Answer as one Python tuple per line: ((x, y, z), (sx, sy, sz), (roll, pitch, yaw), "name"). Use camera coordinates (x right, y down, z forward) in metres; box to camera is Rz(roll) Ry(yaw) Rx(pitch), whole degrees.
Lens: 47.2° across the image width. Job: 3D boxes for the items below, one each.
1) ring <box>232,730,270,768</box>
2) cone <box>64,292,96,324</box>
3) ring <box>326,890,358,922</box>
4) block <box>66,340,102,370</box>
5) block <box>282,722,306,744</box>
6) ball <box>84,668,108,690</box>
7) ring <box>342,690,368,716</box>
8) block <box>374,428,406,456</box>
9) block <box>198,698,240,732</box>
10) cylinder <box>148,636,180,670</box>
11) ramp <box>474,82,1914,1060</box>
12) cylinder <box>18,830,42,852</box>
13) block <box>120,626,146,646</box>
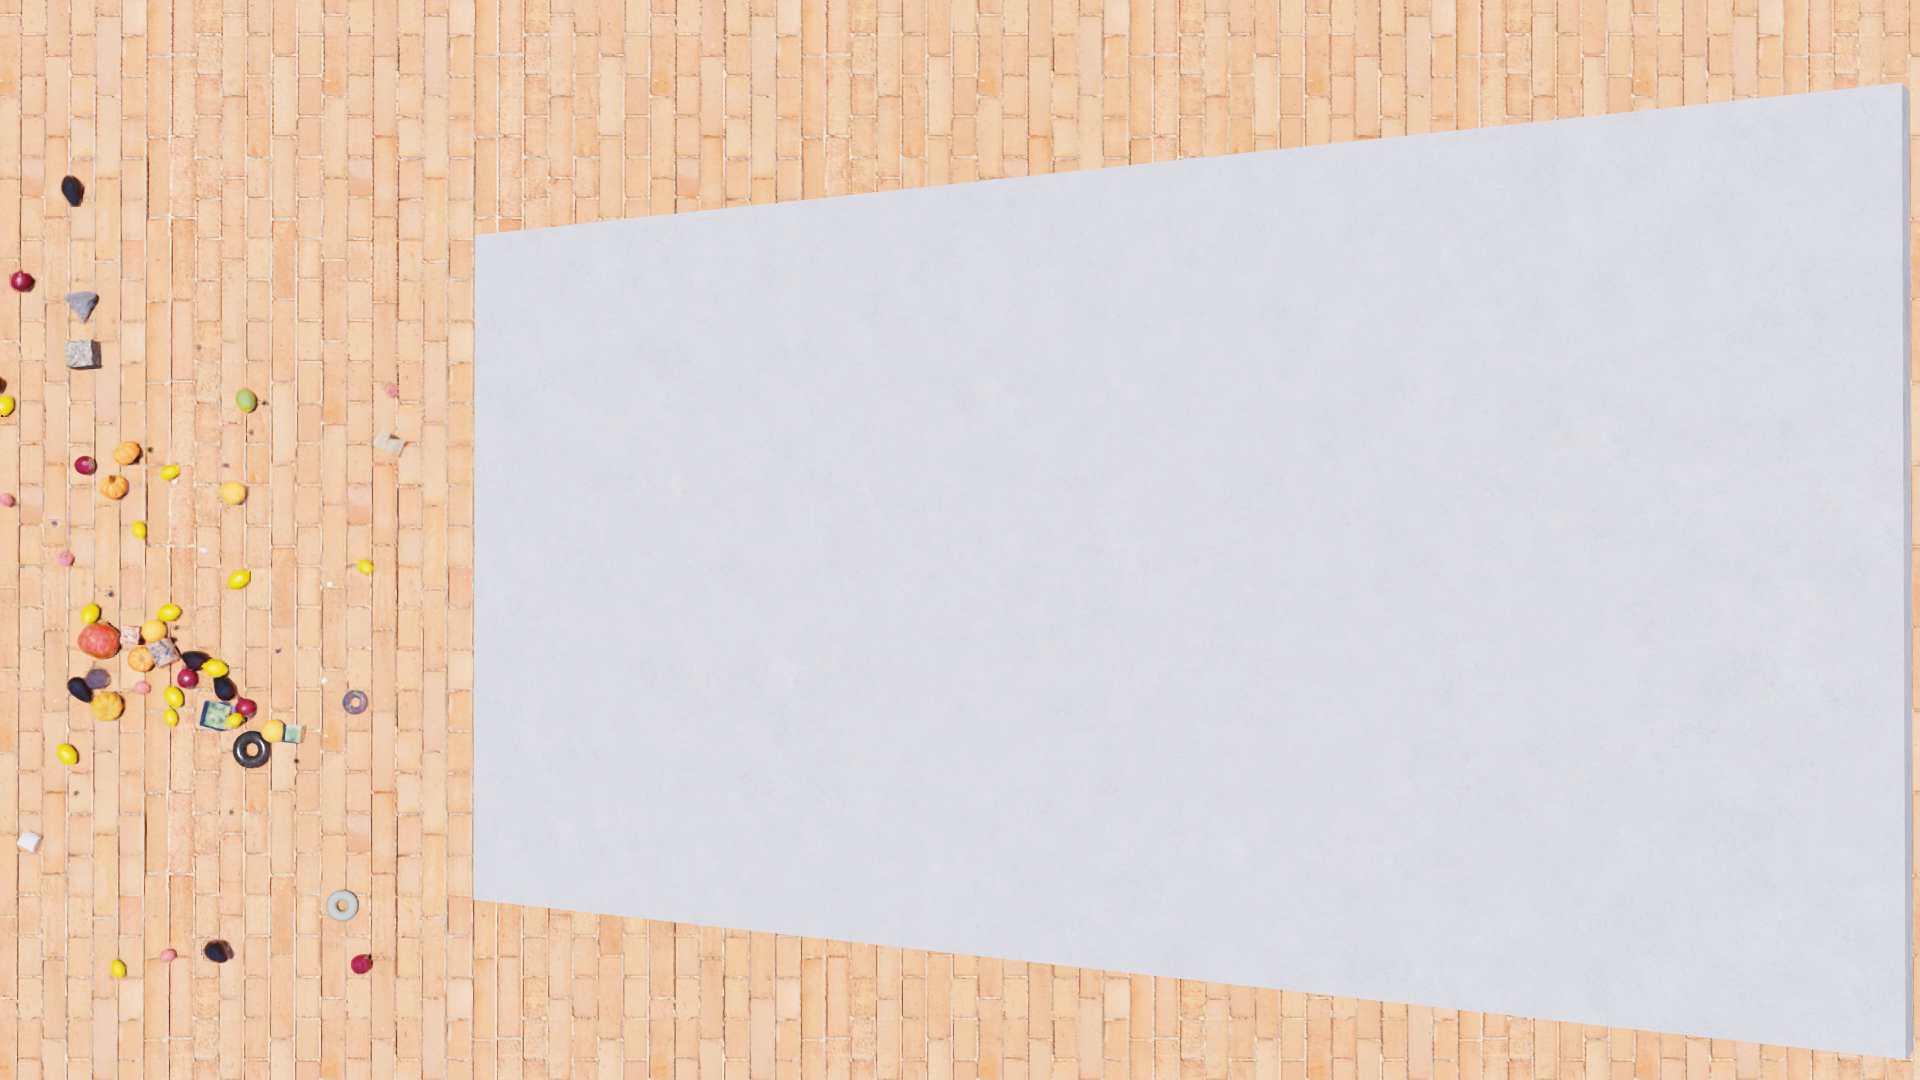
((-2.151, 0.637, 6.680), (0.116, 0.039, 0.116), (0, 89, -1), "ring")
((-2.669, -0.697, 6.690), (0.092, 0.092, 0.092), (2, 116, 0), "cone")
((-1.876, 1.110, 6.679), (0.097, 0.032, 0.097), (0, 90, -1), "ring")
((-2.658, -0.562, 6.670), (0.079, 0.079, 0.079), (-3, 89, 0), "block")
((-2.020, 0.587, 6.672), (0.055, 0.055, 0.055), (6, 89, 0), "block")
((-2.618, 0.422, 6.667), (0.066, 0.066, 0.066), (0, 89, 0), "ball")
((-1.839, 0.493, 6.687), (0.078, 0.026, 0.078), (0, 90, -1), "ring")
((-1.729, -0.295, 6.664), (0.057, 0.057, 0.057), (23, 83, 40), "block")
((-2.244, 0.530, 6.660), (0.079, 0.079, 0.079), (13, 89, 0), "block")
((-2.413, 0.342, 6.665), (0.073, 0.073, 0.073), (-28, 90, 0), "cylinder")
((0.262, 0.072, 5.603), (4.000, 0.100, 2.000), (0, 89, 32), "ramp")
((-2.820, 0.913, 6.671), (0.051, 0.051, 0.051), (25, 90, 0), "cylinder")
((-2.510, 0.289, 6.675), (0.054, 0.054, 0.054), (5, 89, 0), "block")
